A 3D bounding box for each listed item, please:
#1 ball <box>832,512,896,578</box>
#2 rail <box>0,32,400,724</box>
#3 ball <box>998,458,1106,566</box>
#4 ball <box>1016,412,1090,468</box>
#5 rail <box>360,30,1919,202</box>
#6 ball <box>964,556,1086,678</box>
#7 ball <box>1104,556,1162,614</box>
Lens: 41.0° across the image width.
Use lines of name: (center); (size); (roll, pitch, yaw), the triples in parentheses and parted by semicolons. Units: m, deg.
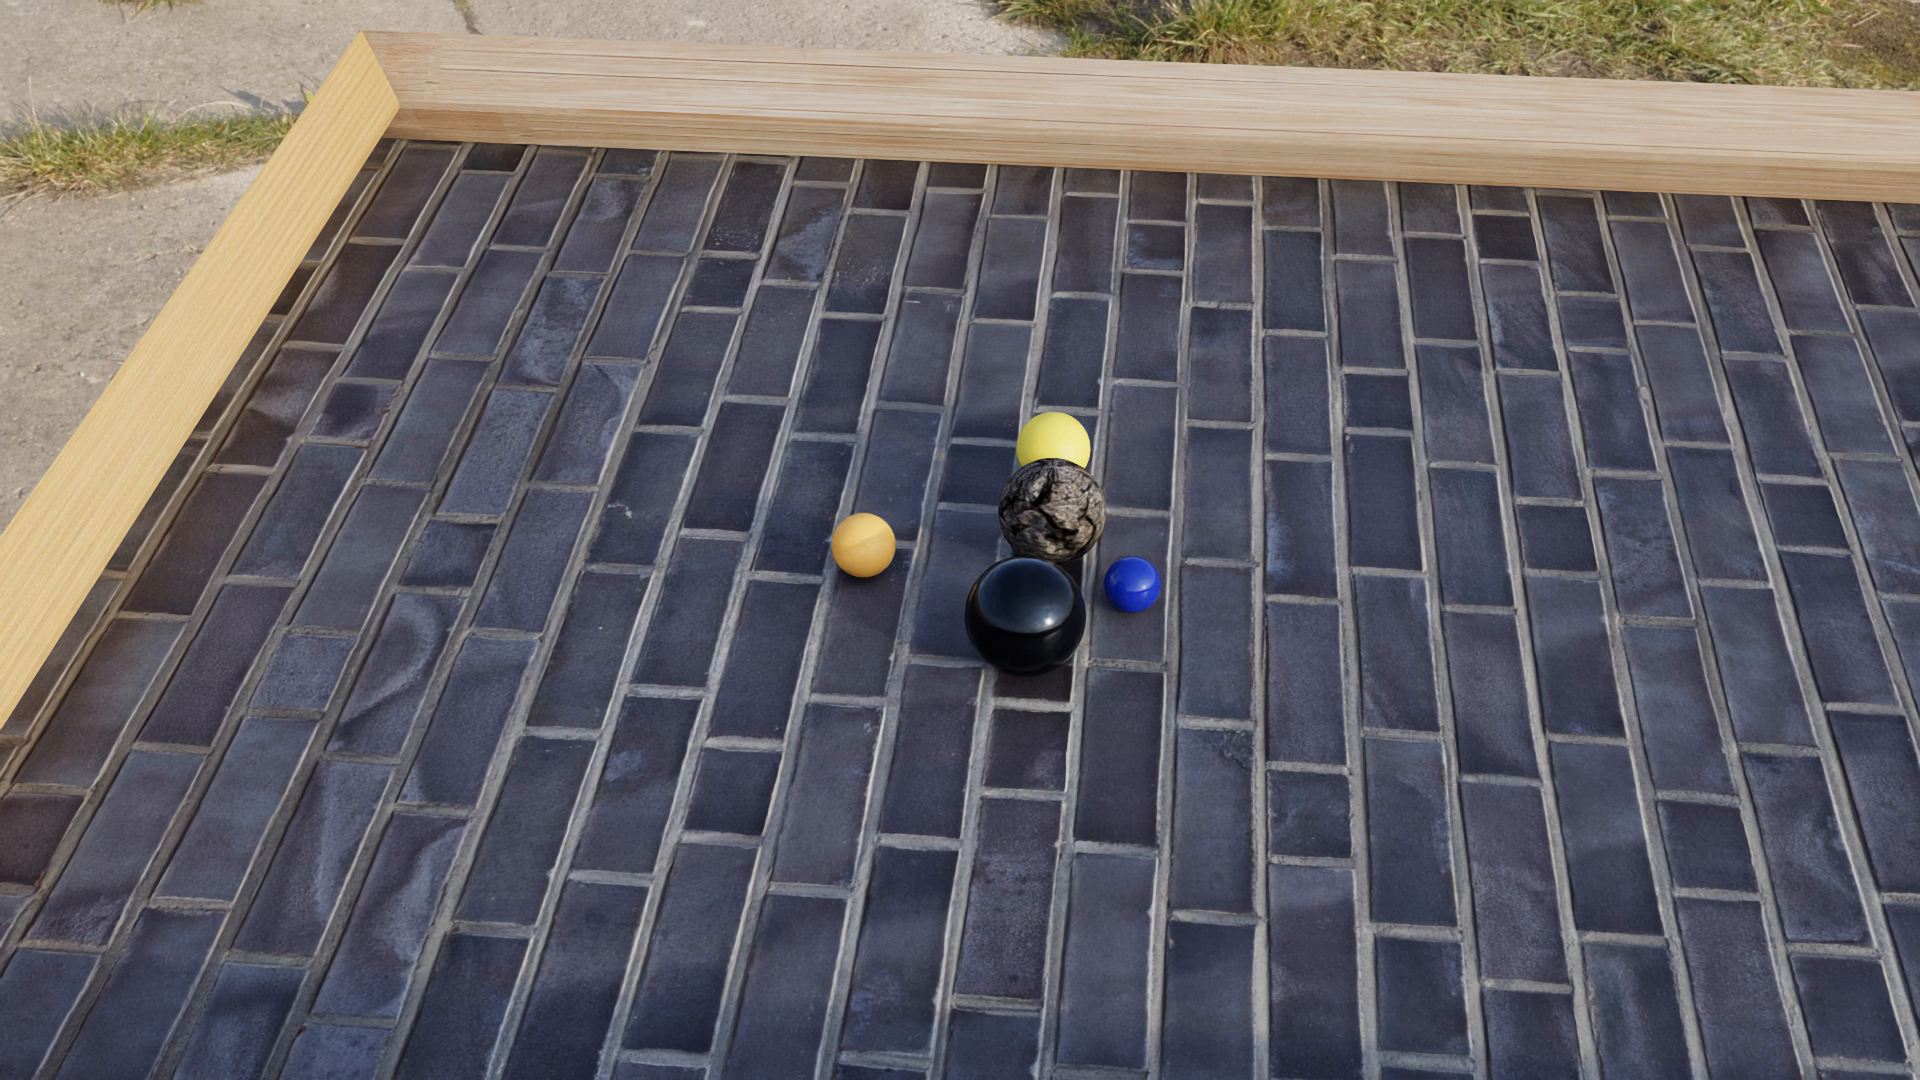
ball: (-0.074, 0.004, 1.978); (0.050, 0.050, 0.050); (0, 35, 0)
rail: (-0.644, -0.057, 2.006); (0.045, 0.116, 1.428); (3, 35, 4)
ball: (0.071, -0.022, 1.986); (0.084, 0.084, 0.084); (0, 35, 0)
ball: (0.076, -0.074, 2.082); (0.060, 0.060, 0.060); (0, 35, 0)
rail: (0.733, -0.376, 2.468); (2.681, 0.116, 0.045); (3, 35, 4)
ball: (0.047, 0.056, 1.868); (0.089, 0.089, 0.089); (0, 35, 0)
ball: (0.130, 0.034, 1.940); (0.044, 0.044, 0.044); (0, 35, 0)
